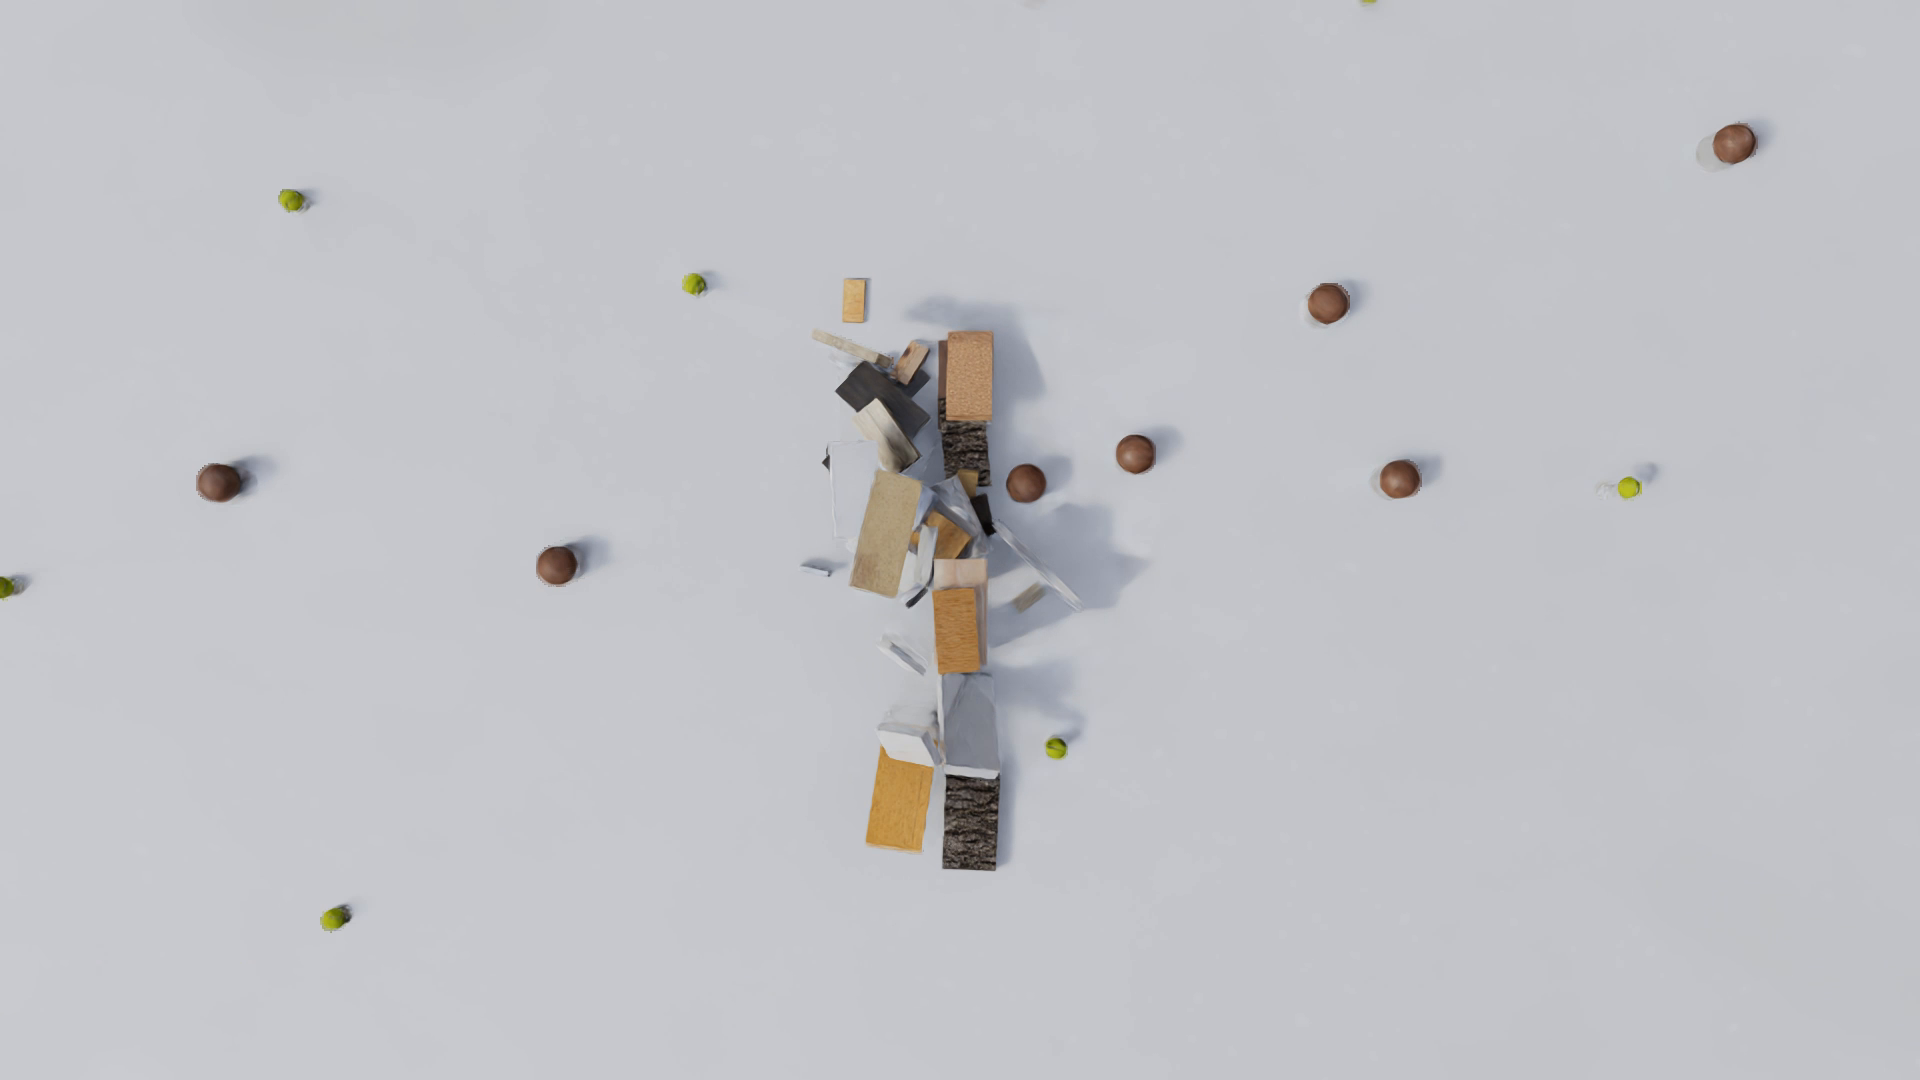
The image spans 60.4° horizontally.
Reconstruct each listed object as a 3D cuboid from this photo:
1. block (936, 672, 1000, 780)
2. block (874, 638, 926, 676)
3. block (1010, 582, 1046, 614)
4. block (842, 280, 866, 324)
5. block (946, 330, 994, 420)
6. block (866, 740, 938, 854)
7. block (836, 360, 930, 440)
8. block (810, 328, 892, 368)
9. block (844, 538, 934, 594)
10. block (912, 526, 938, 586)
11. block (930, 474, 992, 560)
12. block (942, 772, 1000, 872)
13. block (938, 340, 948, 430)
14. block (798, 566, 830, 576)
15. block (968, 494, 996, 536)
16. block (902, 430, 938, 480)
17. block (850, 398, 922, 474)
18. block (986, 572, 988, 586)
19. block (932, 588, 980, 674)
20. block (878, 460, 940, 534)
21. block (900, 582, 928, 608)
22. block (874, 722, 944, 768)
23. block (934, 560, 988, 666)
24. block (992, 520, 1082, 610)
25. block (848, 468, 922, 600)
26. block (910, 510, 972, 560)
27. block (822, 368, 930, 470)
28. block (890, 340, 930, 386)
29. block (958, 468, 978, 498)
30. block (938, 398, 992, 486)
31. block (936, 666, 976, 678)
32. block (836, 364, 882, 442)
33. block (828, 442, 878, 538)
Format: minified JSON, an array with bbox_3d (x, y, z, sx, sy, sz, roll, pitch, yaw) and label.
[{"bbox_3d":[0.025,0.595,5.320,0.178,0.050,0.356,9,49,-15],"label":"block"},{"bbox_3d":[-0.194,0.379,5.331,0.173,0.086,0.024,42,71,-35],"label":"block"},{"bbox_3d":[0.227,0.193,5.492,0.107,0.015,0.054,-36,90,0],"label":"block"},{"bbox_3d":[-0.353,-0.795,5.490,0.070,0.020,0.140,2,90,0],"label":"block"},{"bbox_3d":[0.033,-0.539,5.393,0.148,0.042,0.297,0,72,3],"label":"block"},{"bbox_3d":[-0.185,0.810,5.280,0.178,0.050,0.356,8,69,3],"label":"block"},{"bbox_3d":[-0.253,-0.444,5.414,0.291,0.041,0.145,41,88,7],"label":"block"},{"bbox_3d":[-0.343,-0.603,5.189,0.237,0.118,0.034,23,94,17],"label":"block"},{"bbox_3d":[-0.223,0.052,5.420,0.299,0.042,0.149,37,125,8],"label":"block"},{"bbox_3d":[-0.111,0.049,5.336,0.054,0.015,0.189,10,92,10],"label":"block"},{"bbox_3d":[-0.013,-0.063,5.440,0.138,0.039,0.275,-23,94,29],"label":"block"},{"bbox_3d":[0.037,0.912,5.475,0.178,0.050,0.356,2,90,0],"label":"block"},{"bbox_3d":[0.003,-0.512,5.479,0.148,0.042,0.297,0,90,0],"label":"block"},{"bbox_3d":[-0.485,0.103,5.473,0.107,0.054,0.015,12,88,0],"label":"block"},{"bbox_3d":[0.072,-0.078,5.457,0.069,0.020,0.138,-22,105,-41],"label":"block"},{"bbox_3d":[-0.188,-0.239,5.480,0.138,0.039,0.275,21,90,0],"label":"block"},{"bbox_3d":[-0.241,-0.334,5.365,0.118,0.034,0.237,-36,88,18],"label":"block"},{"bbox_3d":[0.004,0.126,5.335,0.165,0.329,0.047,-5,92,0],"label":"block"},{"bbox_3d":[-0.012,0.280,5.105,0.129,0.036,0.257,-4,90,0],"label":"block"},{"bbox_3d":[-0.223,-0.153,5.409,0.291,0.041,0.145,30,89,20],"label":"block"},{"bbox_3d":[-0.145,0.175,5.267,0.086,0.173,0.024,-43,83,-2],"label":"block"},{"bbox_3d":[-0.162,0.643,5.181,0.034,0.237,0.118,-41,116,-32],"label":"block"},{"bbox_3d":[0.002,0.225,5.147,0.165,0.047,0.329,0,90,0],"label":"block"},{"bbox_3d":[0.252,0.082,5.384,0.024,0.086,0.392,-44,67,-4],"label":"block"},{"bbox_3d":[-0.232,-0.019,5.139,0.149,0.042,0.379,16,78,-14],"label":"block"},{"bbox_3d":[-0.109,-0.034,5.415,0.275,0.039,0.138,36,91,11],"label":"block"},{"bbox_3d":[-0.280,-0.398,5.490,0.070,0.020,0.455,43,90,0],"label":"block"},{"bbox_3d":[-0.166,-0.586,5.474,0.070,0.020,0.140,30,85,20],"label":"block"},{"bbox_3d":[0.018,-0.166,5.451,0.069,0.020,0.138,6,117,-4],"label":"block"},{"bbox_3d":[0.016,-0.323,5.445,0.149,0.042,0.297,-5,103,1],"label":"block"},{"bbox_3d":[-0.005,0.503,5.482,0.129,0.036,0.257,-8,90,0],"label":"block"},{"bbox_3d":[-0.323,-0.432,5.459,0.145,0.041,0.291,-5,84,3],"label":"block"},{"bbox_3d":[-0.328,-0.158,5.180,0.149,0.042,0.299,-3,83,-12],"label":"block"}]
